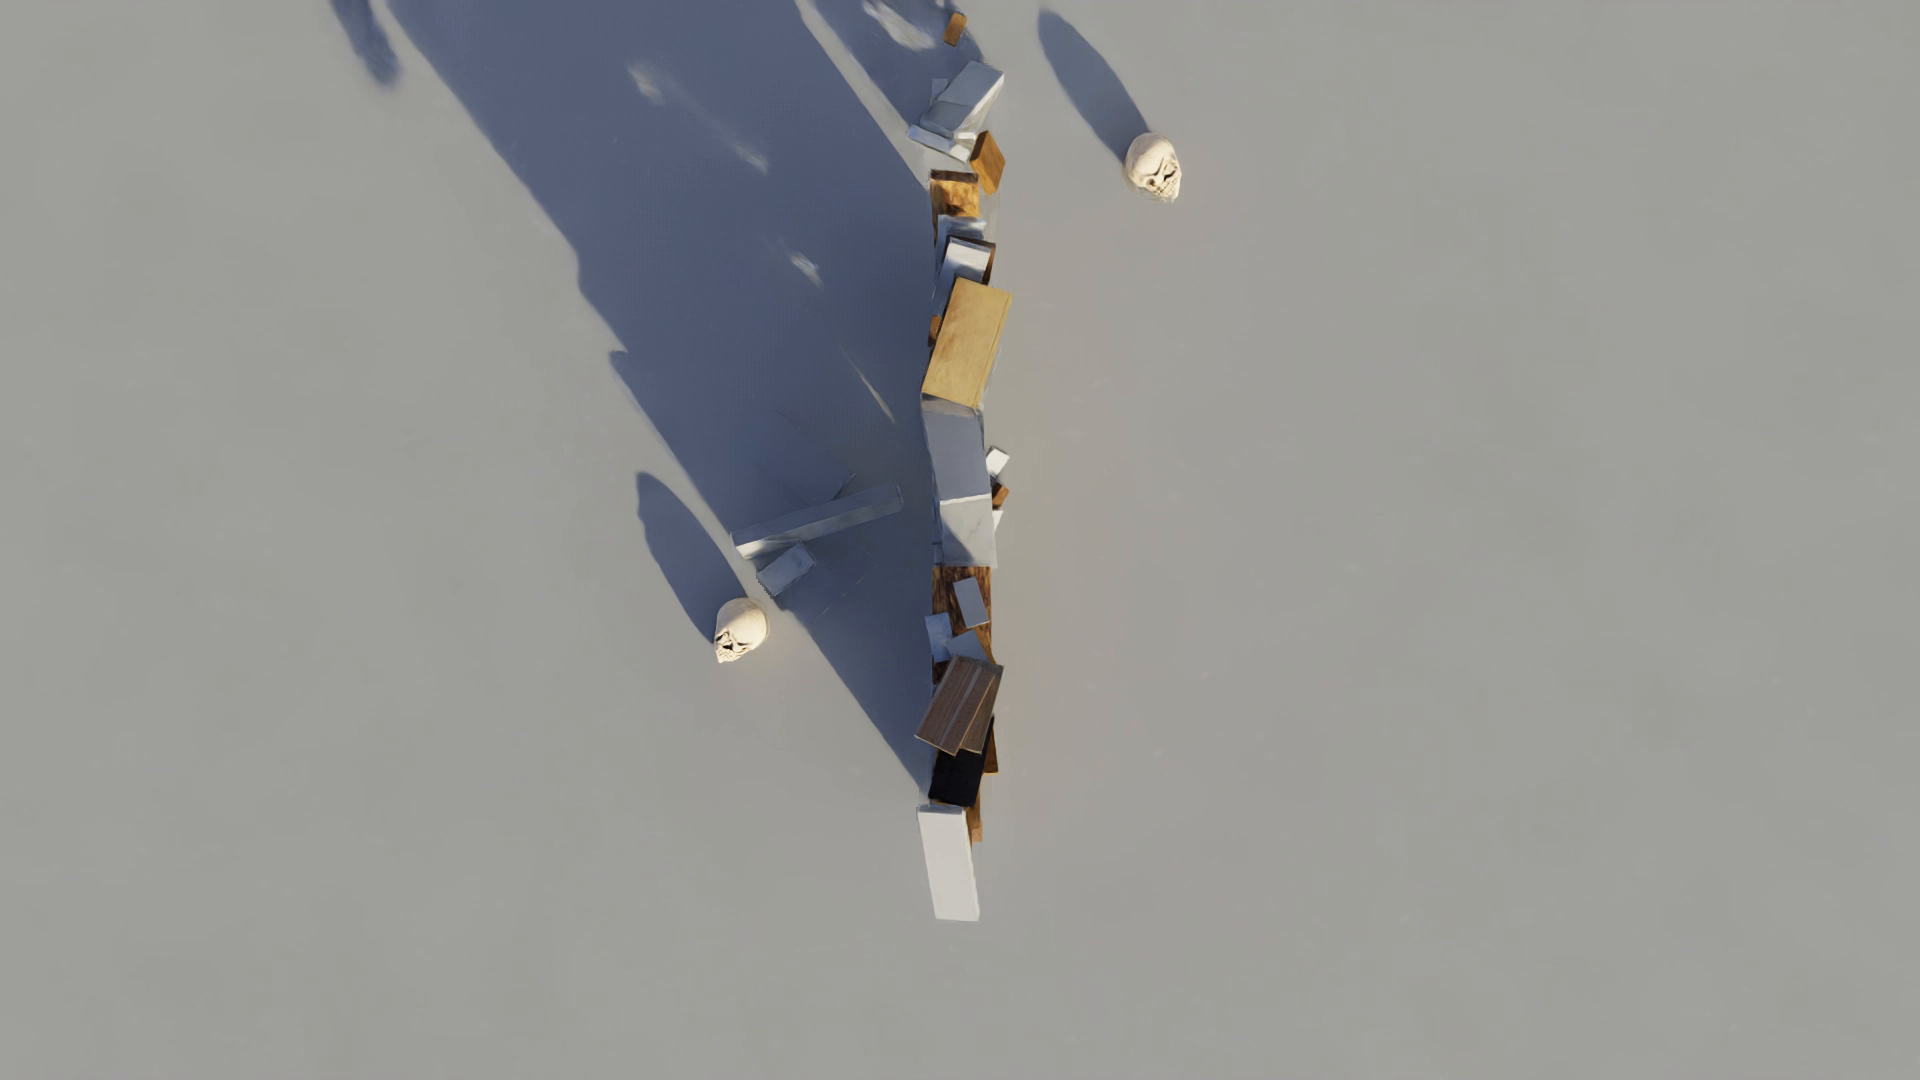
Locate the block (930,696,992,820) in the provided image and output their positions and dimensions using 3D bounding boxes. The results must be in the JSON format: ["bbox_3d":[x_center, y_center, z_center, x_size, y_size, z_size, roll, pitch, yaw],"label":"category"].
[{"bbox_3d":[0.005,0.624,4.726,0.176,0.050,0.353,0,91,0],"label":"block"}]

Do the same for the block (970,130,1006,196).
[{"bbox_3d":[0.087,-1.194,5.214,0.034,0.243,0.122,-20,119,22],"label":"block"}]

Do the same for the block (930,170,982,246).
[{"bbox_3d":[-0.011,-1.018,5.107,0.146,0.293,0.041,7,57,7],"label":"block"}]

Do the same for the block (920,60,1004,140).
[{"bbox_3d":[0.009,-1.432,5.361,0.121,0.034,0.376,25,52,11],"label":"block"}]

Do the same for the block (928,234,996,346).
[{"bbox_3d":[0.003,-0.731,4.928,0.146,0.041,0.361,10,127,-3],"label":"block"}]

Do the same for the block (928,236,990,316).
[{"bbox_3d":[-0.002,-0.763,4.855,0.121,0.034,0.243,15,127,-6],"label":"block"}]

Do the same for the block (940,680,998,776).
[{"bbox_3d":[0.026,0.525,4.652,0.131,0.037,0.281,-6,74,-3],"label":"block"}]

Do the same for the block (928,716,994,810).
[{"bbox_3d":[0.005,0.605,4.589,0.131,0.037,0.261,13,74,3],"label":"block"}]

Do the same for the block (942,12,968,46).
[{"bbox_3d":[-0.017,-1.701,5.493,0.050,0.014,0.101,27,90,0],"label":"block"}]

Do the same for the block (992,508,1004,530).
[{"bbox_3d":[0.058,-0.064,5.341,0.020,0.325,0.070,27,103,20],"label":"block"}]

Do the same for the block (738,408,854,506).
[{"bbox_3d":[-0.542,-0.265,5.475,0.350,0.050,0.175,38,90,0],"label":"block"}]

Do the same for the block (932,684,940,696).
[{"bbox_3d":[0.004,0.464,4.926,0.176,0.353,0.050,0,100,0],"label":"block"}]

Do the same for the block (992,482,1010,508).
[{"bbox_3d":[0.102,-0.109,5.458,0.023,0.081,0.161,32,90,23],"label":"block"}]

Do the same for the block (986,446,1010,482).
[{"bbox_3d":[0.086,-0.230,5.448,0.081,0.023,0.161,25,107,-42],"label":"block"}]

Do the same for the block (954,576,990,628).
[{"bbox_3d":[0.032,0.178,4.698,0.068,0.019,0.135,-17,81,0],"label":"block"}]

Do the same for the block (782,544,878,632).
[{"bbox_3d":[-0.433,0.163,5.487,0.344,0.026,0.090,-41,90,0],"label":"block"}]

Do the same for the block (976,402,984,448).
[{"bbox_3d":[-0.001,-0.341,5.193,0.152,0.043,0.304,0,66,0],"label":"block"}]

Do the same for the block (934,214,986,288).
[{"bbox_3d":[-0.003,-0.829,4.914,0.137,0.039,0.274,4,125,-1],"label":"block"}]

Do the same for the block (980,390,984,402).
[{"bbox_3d":[-0.002,-0.587,5.171,0.156,0.044,0.312,0,96,0],"label":"block"}]

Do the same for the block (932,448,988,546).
[{"bbox_3d":[-0.002,-0.132,5.061,0.152,0.043,0.304,3,79,0],"label":"block"}]

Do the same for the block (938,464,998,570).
[{"bbox_3d":[0.018,-0.063,4.917,0.156,0.044,0.312,-5,87,-9],"label":"block"}]

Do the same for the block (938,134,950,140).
[{"bbox_3d":[-0.042,-1.399,5.466,0.068,0.019,0.136,13,87,-23],"label":"block"}]

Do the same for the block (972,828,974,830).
[{"bbox_3d":[0.003,0.807,5.027,0.075,0.021,0.150,0,90,0],"label":"block"}]

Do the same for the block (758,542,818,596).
[{"bbox_3d":[-0.574,0.096,5.473,0.181,0.026,0.090,-38,85,7],"label":"block"}]

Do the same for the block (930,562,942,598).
[{"bbox_3d":[0.000,0.125,4.948,0.168,0.362,0.048,4,98,0],"label":"block"}]

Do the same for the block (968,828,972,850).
[{"bbox_3d":[0.000,0.822,4.680,0.060,0.017,0.120,-4,92,0],"label":"block"}]

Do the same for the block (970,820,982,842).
[{"bbox_3d":[0.003,0.812,5.207,0.137,0.039,0.274,0,90,0],"label":"block"}]

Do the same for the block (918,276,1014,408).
[{"bbox_3d":[0.018,-0.580,4.839,0.175,0.050,0.350,16,99,-12],"label":"block"}]

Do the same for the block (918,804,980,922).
[{"bbox_3d":[-0.029,0.911,4.643,0.124,0.035,0.410,1,124,13],"label":"block"}]

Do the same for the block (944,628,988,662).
[{"bbox_3d":[0.036,0.352,4.651,0.090,0.026,0.181,-24,74,-4],"label":"block"}]

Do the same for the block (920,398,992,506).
[{"bbox_3d":[-0.014,-0.268,4.890,0.156,0.044,0.312,-9,76,-10],"label":"block"}]

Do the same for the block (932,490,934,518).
[{"bbox_3d":[-0.008,-0.160,5.205,0.152,0.043,0.304,2,56,1],"label":"block"}]

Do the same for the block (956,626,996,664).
[{"bbox_3d":[0.049,0.316,4.686,0.068,0.019,0.135,-23,74,-7],"label":"block"}]

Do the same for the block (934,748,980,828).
[{"bbox_3d":[-0.007,0.681,4.656,0.130,0.037,0.261,2,78,0],"label":"block"}]

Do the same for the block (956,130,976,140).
[{"bbox_3d":[-0.013,-1.335,5.416,0.068,0.136,0.019,21,109,33],"label":"block"}]

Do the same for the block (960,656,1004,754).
[{"bbox_3d":[0.032,0.457,4.590,0.124,0.035,0.248,14,75,7],"label":"block"}]

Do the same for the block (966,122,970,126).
[{"bbox_3d":[0.033,-1.451,5.470,0.068,0.019,0.136,35,79,-15],"label":"block"}]

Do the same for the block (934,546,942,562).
[{"bbox_3d":[0.001,0.162,5.153,0.162,0.046,0.323,0,90,0],"label":"block"}]

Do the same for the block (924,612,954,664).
[{"bbox_3d":[-0.054,0.278,4.708,0.068,0.019,0.135,-12,90,0],"label":"block"}]

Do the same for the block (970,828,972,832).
[{"bbox_3d":[0.002,0.769,4.696,0.060,0.017,0.120,0,91,0],"label":"block"}]

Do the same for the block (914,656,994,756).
[{"bbox_3d":[-0.014,0.457,4.555,0.124,0.035,0.248,25,77,10],"label":"block"}]

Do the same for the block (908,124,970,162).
[{"bbox_3d":[-0.067,-1.283,5.345,0.146,0.293,0.041,24,101,6],"label":"block"}]

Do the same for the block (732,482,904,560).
[{"bbox_3d":[-0.462,-0.062,5.409,0.553,0.175,0.050,-17,76,0],"label":"block"}]

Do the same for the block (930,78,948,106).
[{"bbox_3d":[-0.071,-1.483,5.493,0.050,0.014,0.101,5,90,0],"label":"block"}]

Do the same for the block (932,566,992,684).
[{"bbox_3d":[0.006,0.243,4.742,0.168,0.048,0.336,0,90,0],"label":"block"}]

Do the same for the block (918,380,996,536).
[{"bbox_3d":[-0.011,-0.245,4.970,0.156,0.044,0.491,-8,88,-8],"label":"block"}]
